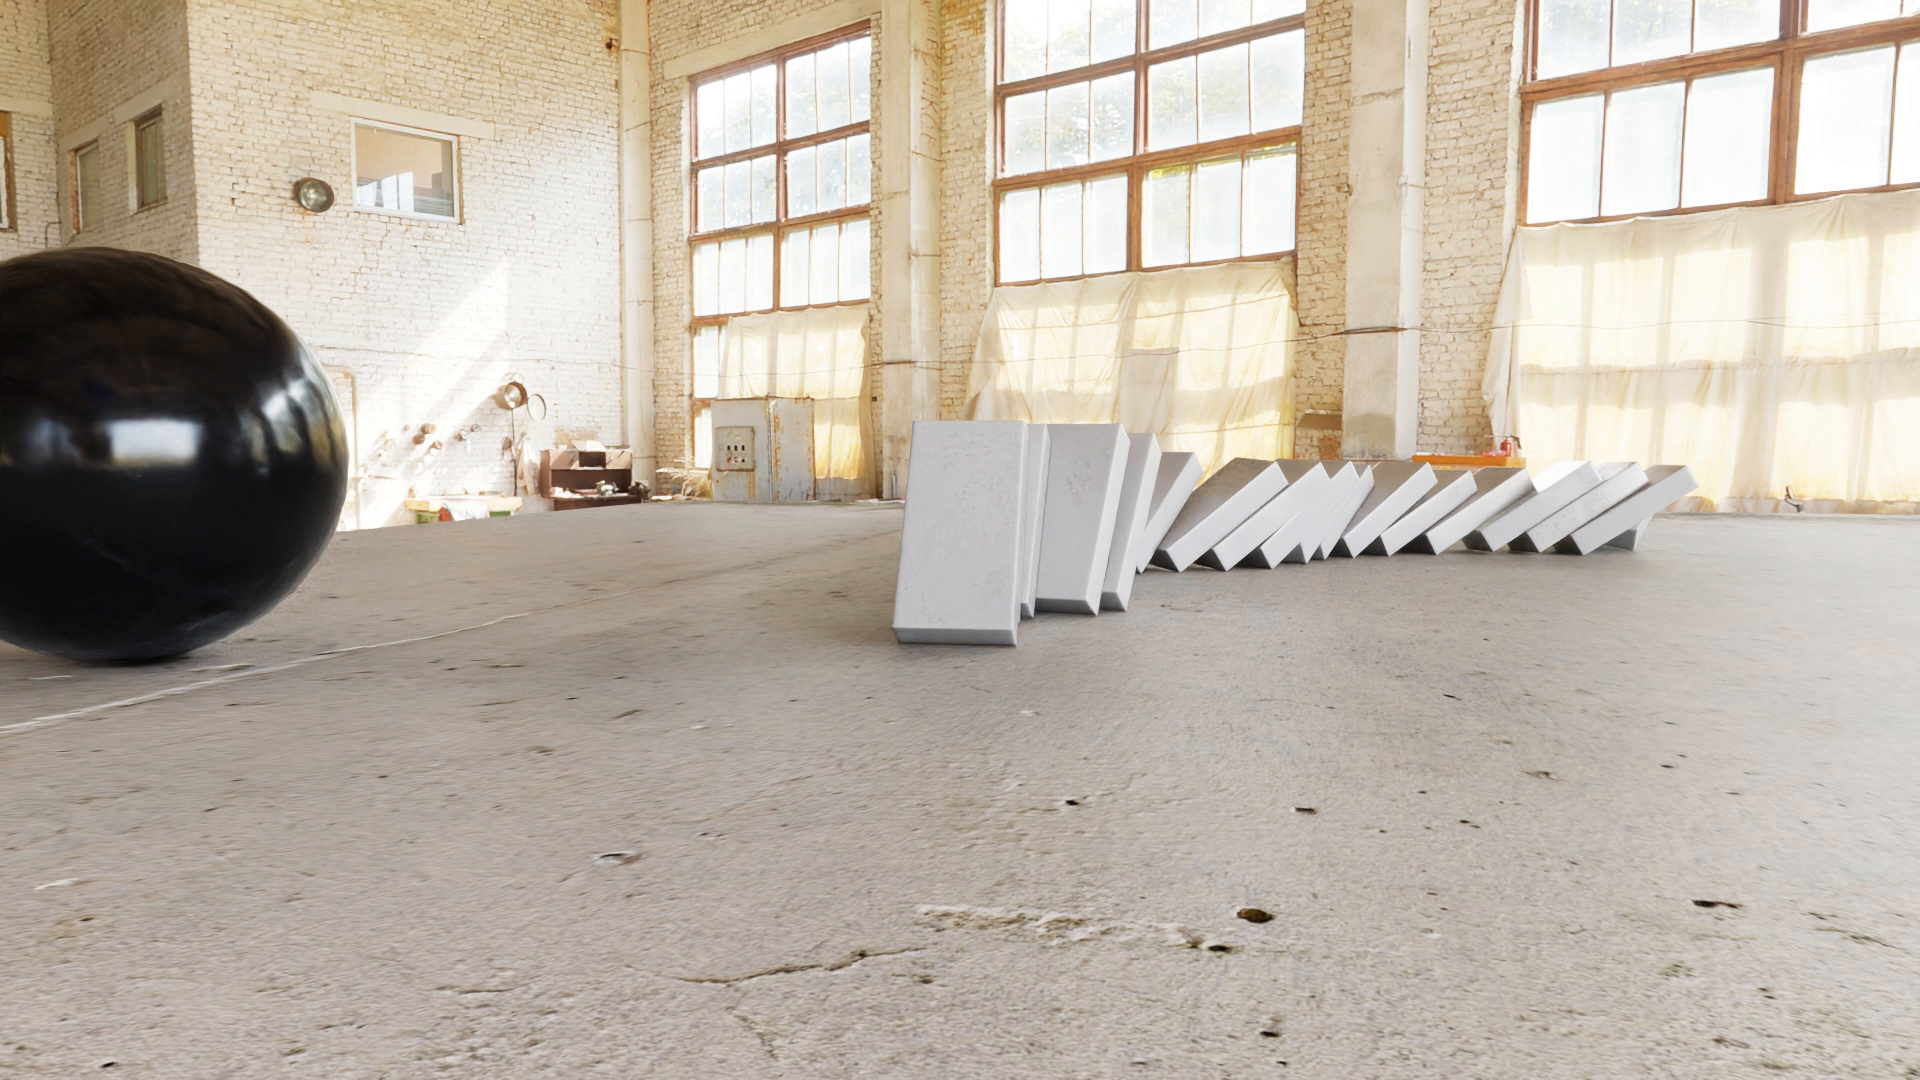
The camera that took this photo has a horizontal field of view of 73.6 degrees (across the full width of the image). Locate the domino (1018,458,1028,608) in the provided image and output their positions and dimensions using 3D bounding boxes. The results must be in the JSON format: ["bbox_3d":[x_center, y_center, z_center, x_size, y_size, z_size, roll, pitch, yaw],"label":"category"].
[{"bbox_3d":[0.002,-0.004,0.300,0.025,0.050,0.010,1,-27,8],"label":"domino"}]

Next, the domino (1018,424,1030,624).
[{"bbox_3d":[0.003,-0.005,0.311,0.025,0.050,0.010,1,-27,8],"label":"domino"}]

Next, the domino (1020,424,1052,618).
[{"bbox_3d":[0.008,-0.005,0.322,0.025,0.050,0.009,1,-27,13],"label":"domino"}]

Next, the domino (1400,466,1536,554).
[{"bbox_3d":[0.198,-0.012,0.506,0.050,0.009,0.025,-32,11,-10],"label":"domino"}]

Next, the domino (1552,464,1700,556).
[{"bbox_3d":[0.256,-0.012,0.498,0.050,0.009,0.025,-32,2,4],"label":"domino"}]

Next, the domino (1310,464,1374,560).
[{"bbox_3d":[0.136,-0.011,0.489,0.025,0.010,0.050,3,37,41],"label":"domino"}]

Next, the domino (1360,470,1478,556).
[{"bbox_3d":[0.175,-0.011,0.503,0.050,0.010,0.025,-32,16,-18],"label":"domino"}]

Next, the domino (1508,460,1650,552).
[{"bbox_3d":[0.240,-0.013,0.502,0.050,0.010,0.025,-33,2,0],"label":"domino"}]

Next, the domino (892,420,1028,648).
[{"bbox_3d":[0.001,-0.002,0.278,0.025,0.050,0.009,1,-27,8],"label":"domino"}]

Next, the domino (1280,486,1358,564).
[{"bbox_3d":[0.125,-0.010,0.474,0.025,0.010,0.050,3,36,41],"label":"domino"}]

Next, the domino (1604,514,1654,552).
[{"bbox_3d":[0.272,-0.014,0.530,0.025,0.010,0.050,16,37,34],"label":"domino"}]

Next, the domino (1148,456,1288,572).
[{"bbox_3d":[0.085,-0.009,0.439,0.050,0.010,0.025,-38,18,-12],"label":"domino"}]

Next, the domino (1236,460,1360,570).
[{"bbox_3d":[0.115,-0.010,0.453,0.050,0.009,0.025,-40,22,-21],"label":"domino"}]

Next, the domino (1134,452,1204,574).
[{"bbox_3d":[0.061,-0.010,0.439,0.025,0.010,0.050,4,46,42],"label":"domino"}]

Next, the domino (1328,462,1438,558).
[{"bbox_3d":[0.157,-0.012,0.496,0.050,0.009,0.025,-38,19,-19],"label":"domino"}]

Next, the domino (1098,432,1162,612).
[{"bbox_3d":[0.036,-0.006,0.340,0.025,0.050,0.009,2,-33,25],"label":"domino"}]

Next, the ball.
[{"bbox_3d":[-0.163,-0.016,0.250,0.080,0.080,0.080,0,4,0],"label":"ball"}]

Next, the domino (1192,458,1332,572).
[{"bbox_3d":[0.101,-0.009,0.443,0.050,0.010,0.025,-37,18,-13],"label":"domino"}]

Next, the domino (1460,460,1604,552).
[{"bbox_3d":[0.223,-0.013,0.503,0.050,0.010,0.025,-33,2,1],"label":"domino"}]

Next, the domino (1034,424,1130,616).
[{"bbox_3d":[0.026,-0.006,0.329,0.025,0.050,0.009,2,-26,25],"label":"domino"}]
